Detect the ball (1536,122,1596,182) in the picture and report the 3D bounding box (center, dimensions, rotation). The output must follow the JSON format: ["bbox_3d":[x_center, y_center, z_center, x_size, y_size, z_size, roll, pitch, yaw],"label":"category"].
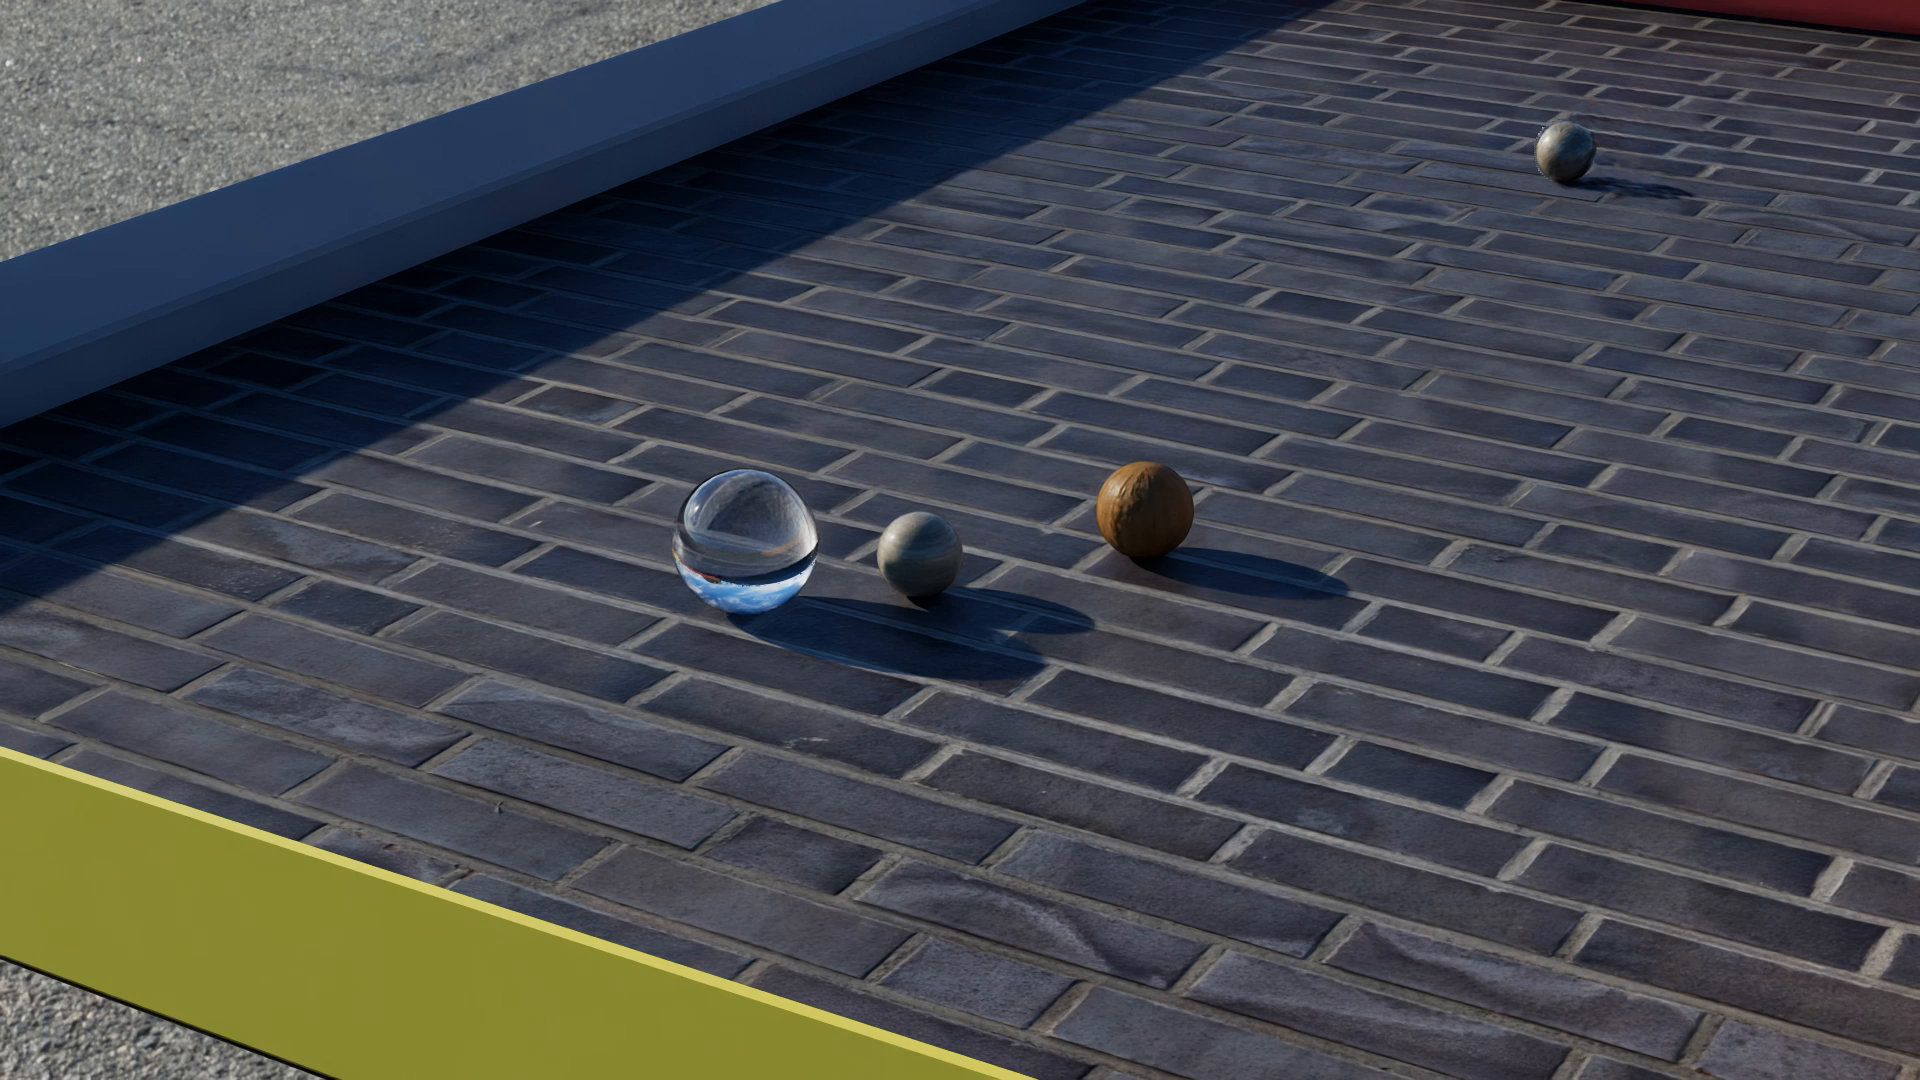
[{"bbox_3d":[0.610,-0.391,2.961,0.059,0.059,0.059,0,23,0],"label":"ball"}]

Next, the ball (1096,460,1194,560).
[{"bbox_3d":[0.130,-0.021,2.061,0.069,0.069,0.069,0,23,0],"label":"ball"}]

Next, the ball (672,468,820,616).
[{"bbox_3d":[-0.144,0.001,1.969,0.099,0.099,0.099,0,23,0],"label":"ball"}]

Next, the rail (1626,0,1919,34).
[{"bbox_3d":[1.023,-0.695,3.598,1.626,0.129,0.045,13,26,28],"label":"rail"}]

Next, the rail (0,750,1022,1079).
[{"bbox_3d":[-0.333,0.193,1.469,1.626,0.129,0.045,13,26,28],"label":"rail"}]

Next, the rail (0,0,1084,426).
[{"bbox_3d":[-0.335,-0.405,2.903,0.045,0.129,2.723,13,26,28],"label":"rail"}]

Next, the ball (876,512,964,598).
[{"bbox_3d":[-0.027,0.010,2.001,0.059,0.059,0.059,0,23,0],"label":"ball"}]
